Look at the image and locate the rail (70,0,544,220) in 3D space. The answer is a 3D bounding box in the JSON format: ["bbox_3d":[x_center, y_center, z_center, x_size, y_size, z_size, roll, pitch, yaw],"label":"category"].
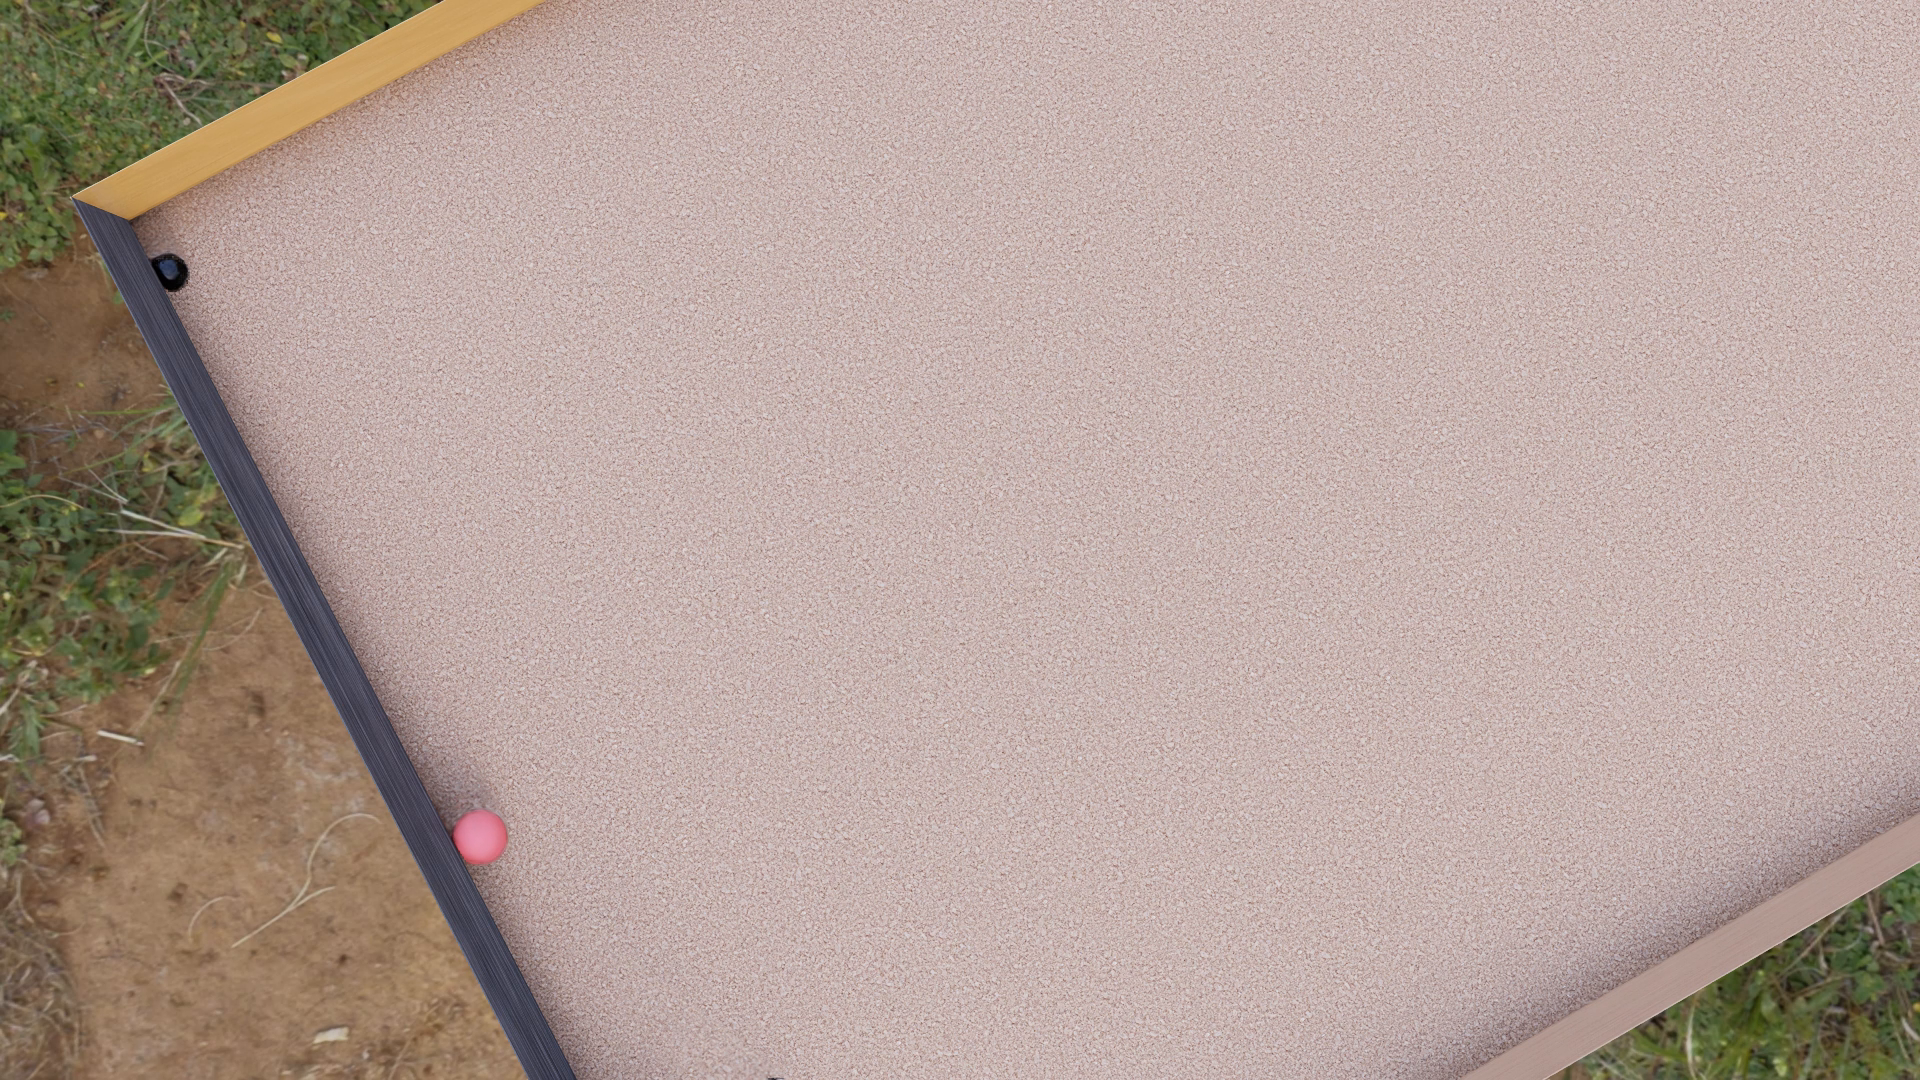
[{"bbox_3d":[0.279,-1.346,3.403,3.607,0.127,0.045,-29,84,-4],"label":"rail"}]

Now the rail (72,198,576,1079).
[{"bbox_3d":[-0.767,0.420,3.177,0.045,0.127,2.142,-29,84,-4],"label":"rail"}]

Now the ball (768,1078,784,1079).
[{"bbox_3d":[-0.264,0.819,3.142,0.097,0.097,0.097,0,83,0],"label":"ball"}]

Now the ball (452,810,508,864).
[{"bbox_3d":[-0.699,0.431,3.201,0.079,0.079,0.079,0,83,0],"label":"ball"}]

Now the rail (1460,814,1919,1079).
[{"bbox_3d":[1.297,0.470,3.170,3.607,0.127,0.045,-29,84,-4],"label":"rail"}]

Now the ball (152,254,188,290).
[{"bbox_3d":[-1.194,-0.405,3.319,0.056,0.056,0.056,0,83,0],"label":"ball"}]
